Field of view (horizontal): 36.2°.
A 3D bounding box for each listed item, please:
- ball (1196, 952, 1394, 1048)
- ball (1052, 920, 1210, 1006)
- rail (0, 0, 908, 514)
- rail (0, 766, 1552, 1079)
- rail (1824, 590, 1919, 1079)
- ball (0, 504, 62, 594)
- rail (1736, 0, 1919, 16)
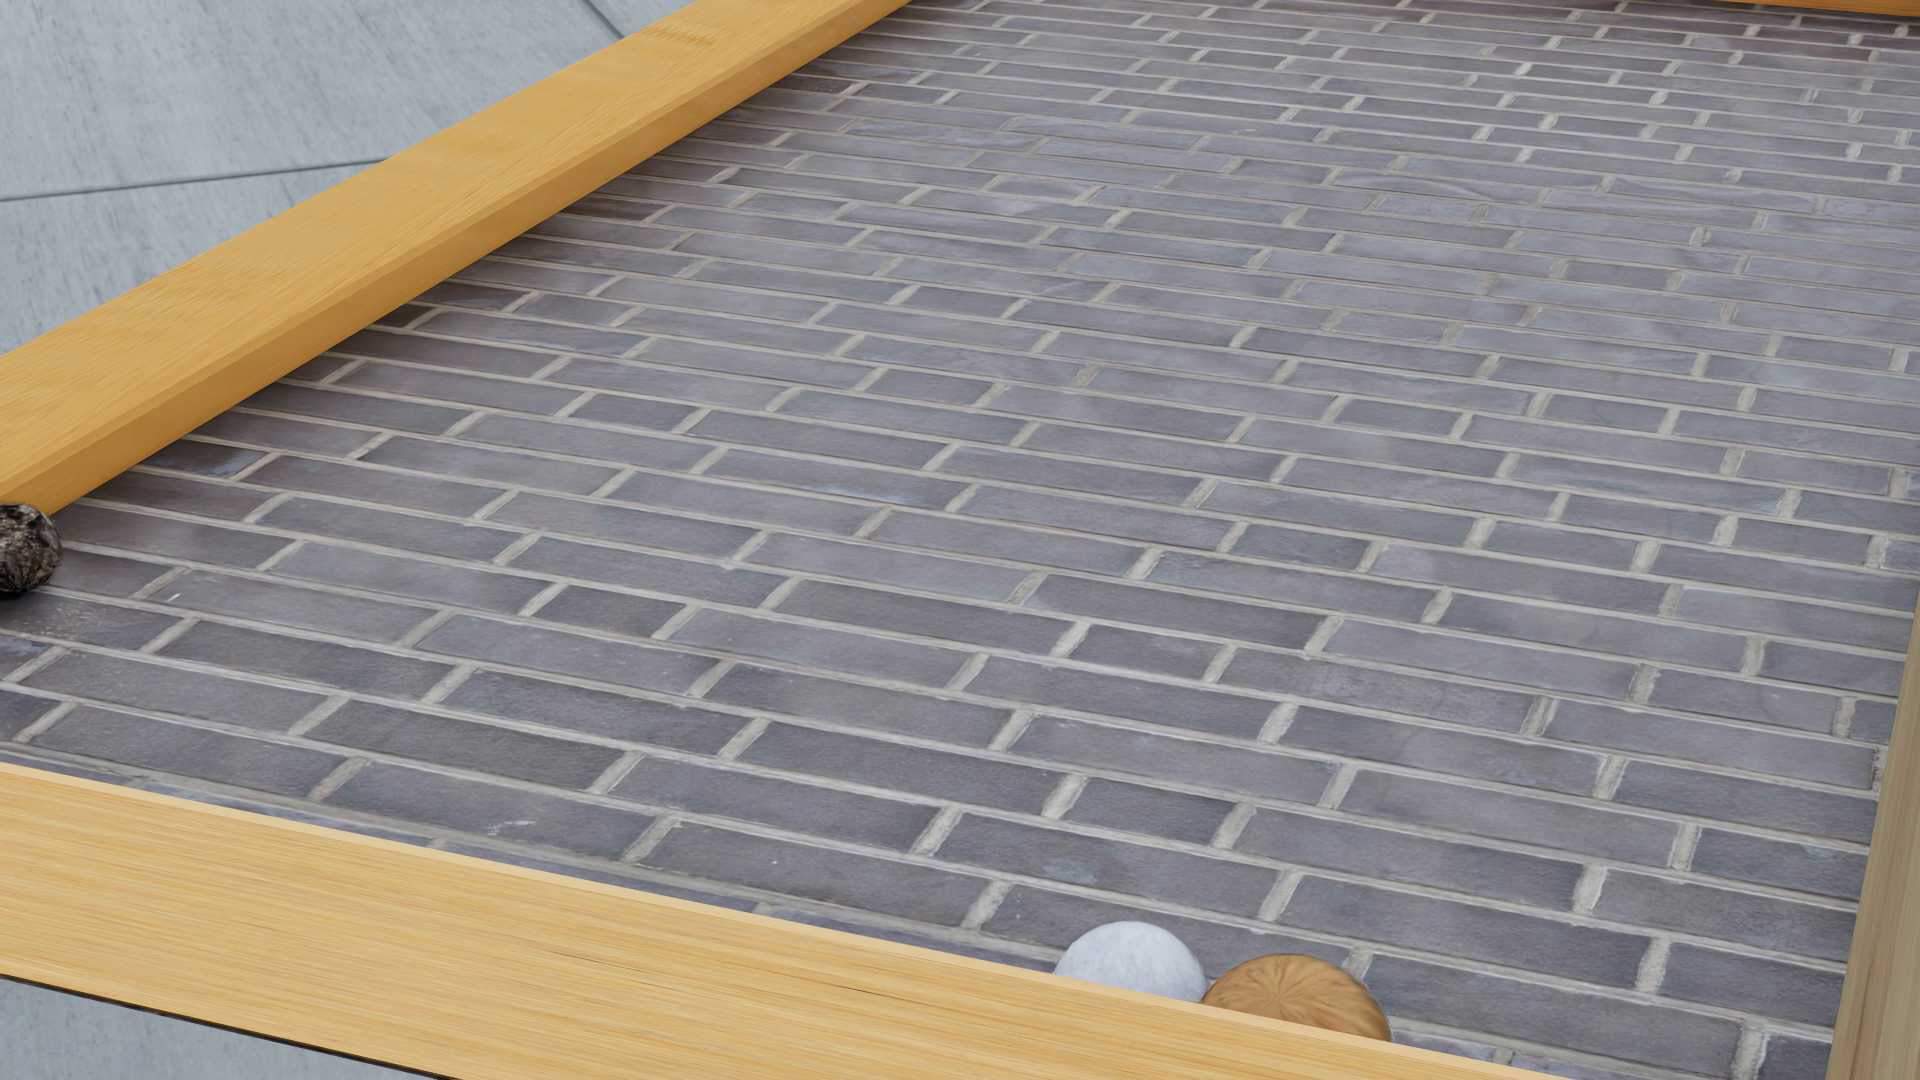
[{"bbox_3d":[0.154,0.243,1.379,0.099,0.099,0.099,0,24,0],"label":"ball"},{"bbox_3d":[0.083,0.227,1.440,0.080,0.080,0.080,0,24,0],"label":"ball"},{"bbox_3d":[-0.364,-0.355,2.696,0.045,0.128,2.527,9,25,19],"label":"rail"},{"bbox_3d":[-0.216,0.203,1.432,1.304,0.128,0.045,9,25,19],"label":"rail"},{"bbox_3d":[0.812,-0.175,2.289,0.045,0.128,2.527,9,25,19],"label":"rail"},{"bbox_3d":[-0.632,0.006,1.965,0.060,0.060,0.060,0,24,0],"label":"ball"},{"bbox_3d":[0.663,-0.732,3.553,1.304,0.128,0.045,9,25,19],"label":"rail"}]
